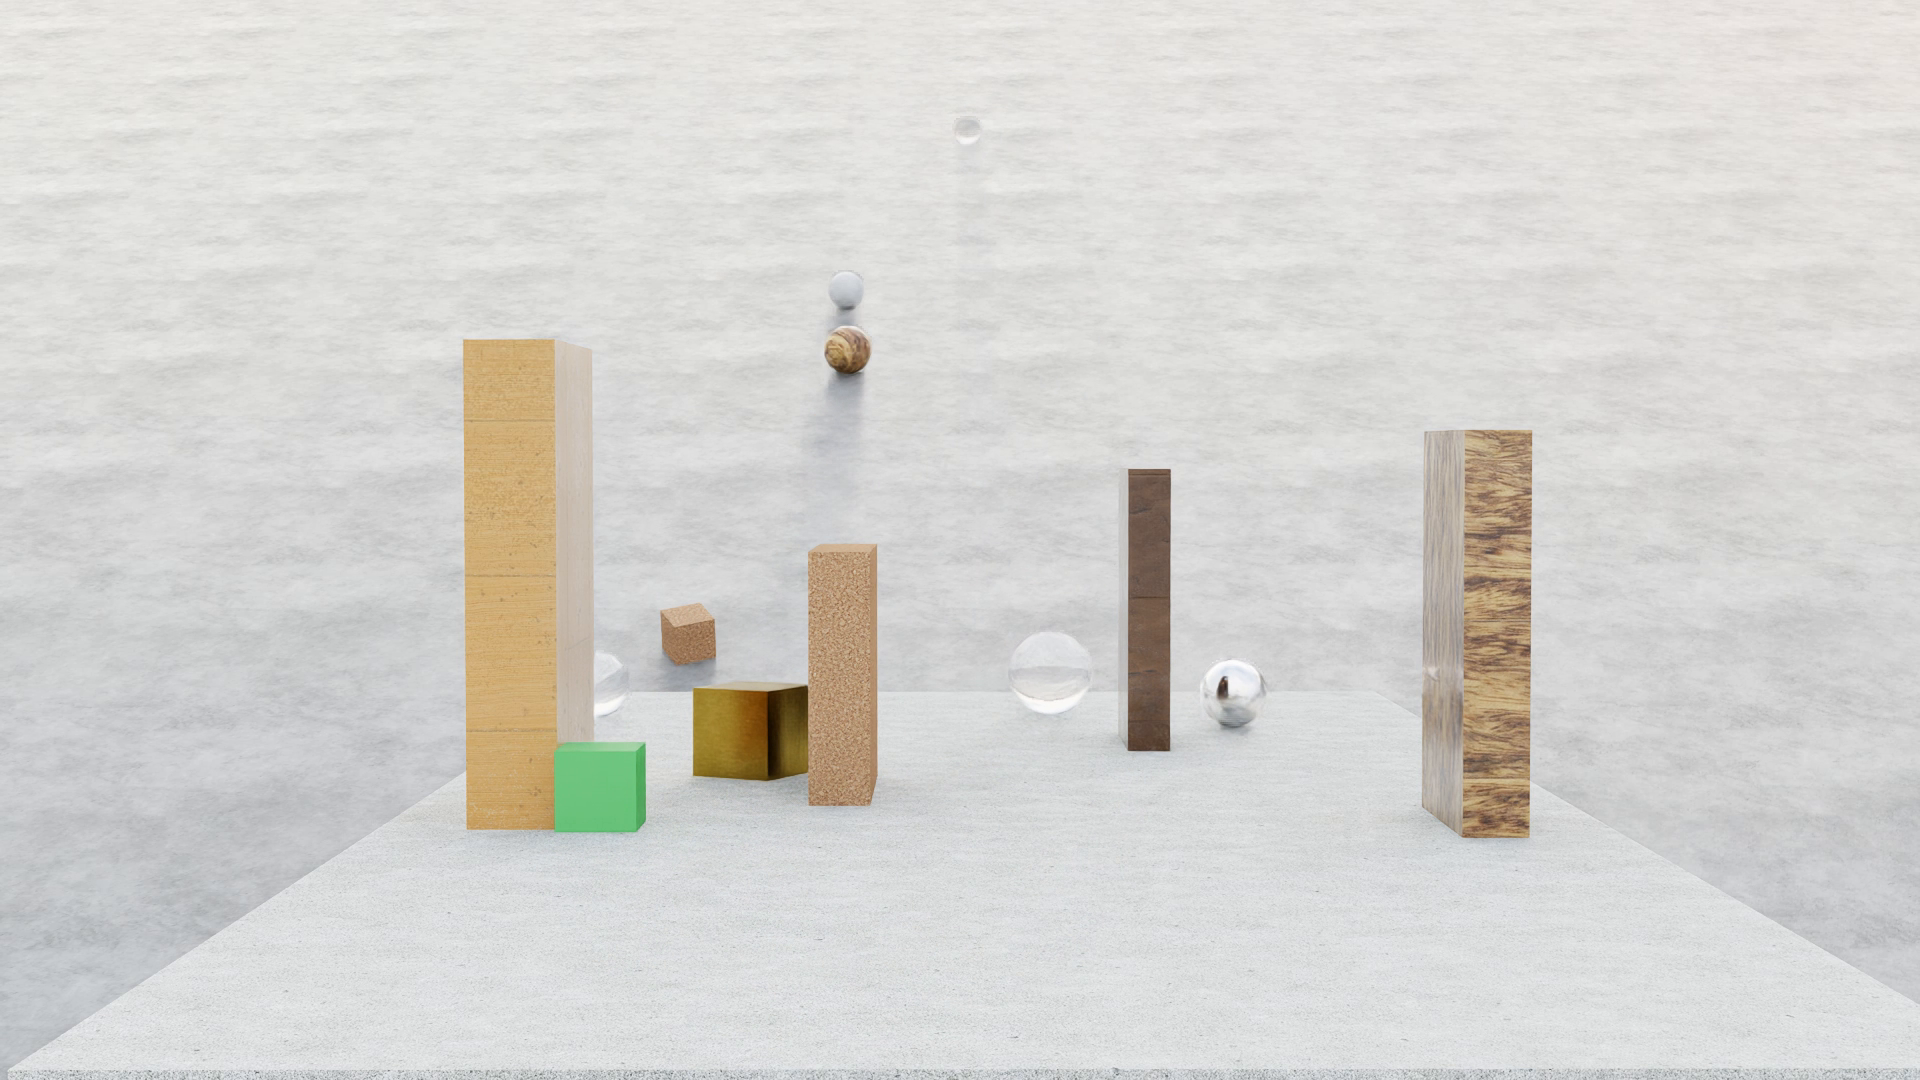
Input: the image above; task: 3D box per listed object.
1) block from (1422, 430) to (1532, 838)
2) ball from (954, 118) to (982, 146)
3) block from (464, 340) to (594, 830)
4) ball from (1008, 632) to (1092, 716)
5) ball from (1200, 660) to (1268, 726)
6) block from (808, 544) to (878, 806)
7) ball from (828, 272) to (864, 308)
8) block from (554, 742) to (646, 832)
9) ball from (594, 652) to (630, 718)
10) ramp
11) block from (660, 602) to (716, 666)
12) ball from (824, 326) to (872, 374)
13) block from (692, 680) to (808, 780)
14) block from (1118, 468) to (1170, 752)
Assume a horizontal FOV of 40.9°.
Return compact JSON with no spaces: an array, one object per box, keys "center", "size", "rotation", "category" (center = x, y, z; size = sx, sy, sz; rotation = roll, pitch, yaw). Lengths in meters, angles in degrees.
[{"center":[0.846,0.142,4.236],"size":[0.106,0.644,0.356],"rotation":[0,2,0],"category":"block"},{"center":[0.036,-1.826,11.512],"size":[0.122,0.122,0.122],"rotation":[0,24,0],"category":"ball"},{"center":[-0.724,0.065,4.364],"size":[0.147,0.791,0.426],"rotation":[0,2,0],"category":"block"},{"center":[0.209,0.308,5.968],"size":[0.194,0.194,0.194],"rotation":[0,24,0],"category":"ball"},{"center":[0.606,0.339,5.714],"size":[0.150,0.150,0.150],"rotation":[0,24,0],"category":"ball"},{"center":[-0.208,0.232,4.639],"size":[0.107,0.438,0.410],"rotation":[0,2,0],"category":"block"},{"center":[-0.418,-0.921,9.496],"size":[0.134,0.134,0.134],"rotation":[0,24,0],"category":"ball"},{"center":[-0.585,0.402,4.197],"size":[0.131,0.131,0.131],"rotation":[0,2,0],"category":"block"},{"center":[-0.835,0.333,5.929],"size":[0.149,0.149,0.149],"rotation":[0,24,0],"category":"ball"},{"center":[0.056,0.504,4.549],"size":[2.000,0.100,4.000],"rotation":[0,2,0],"category":"ramp"},{"center":[-0.730,0.252,6.928],"size":[0.114,0.114,0.114],"rotation":[-11,27,-23],"category":"block"},{"center":[-0.386,-0.655,8.870],"size":[0.166,0.166,0.166],"rotation":[0,24,0],"category":"ball"},{"center":[-0.390,0.360,4.886],"size":[0.167,0.167,0.167],"rotation":[1,2,28],"category":"block"},{"center":[0.385,0.138,5.391],"size":[0.087,0.575,0.308],"rotation":[0,2,0],"category":"block"}]
